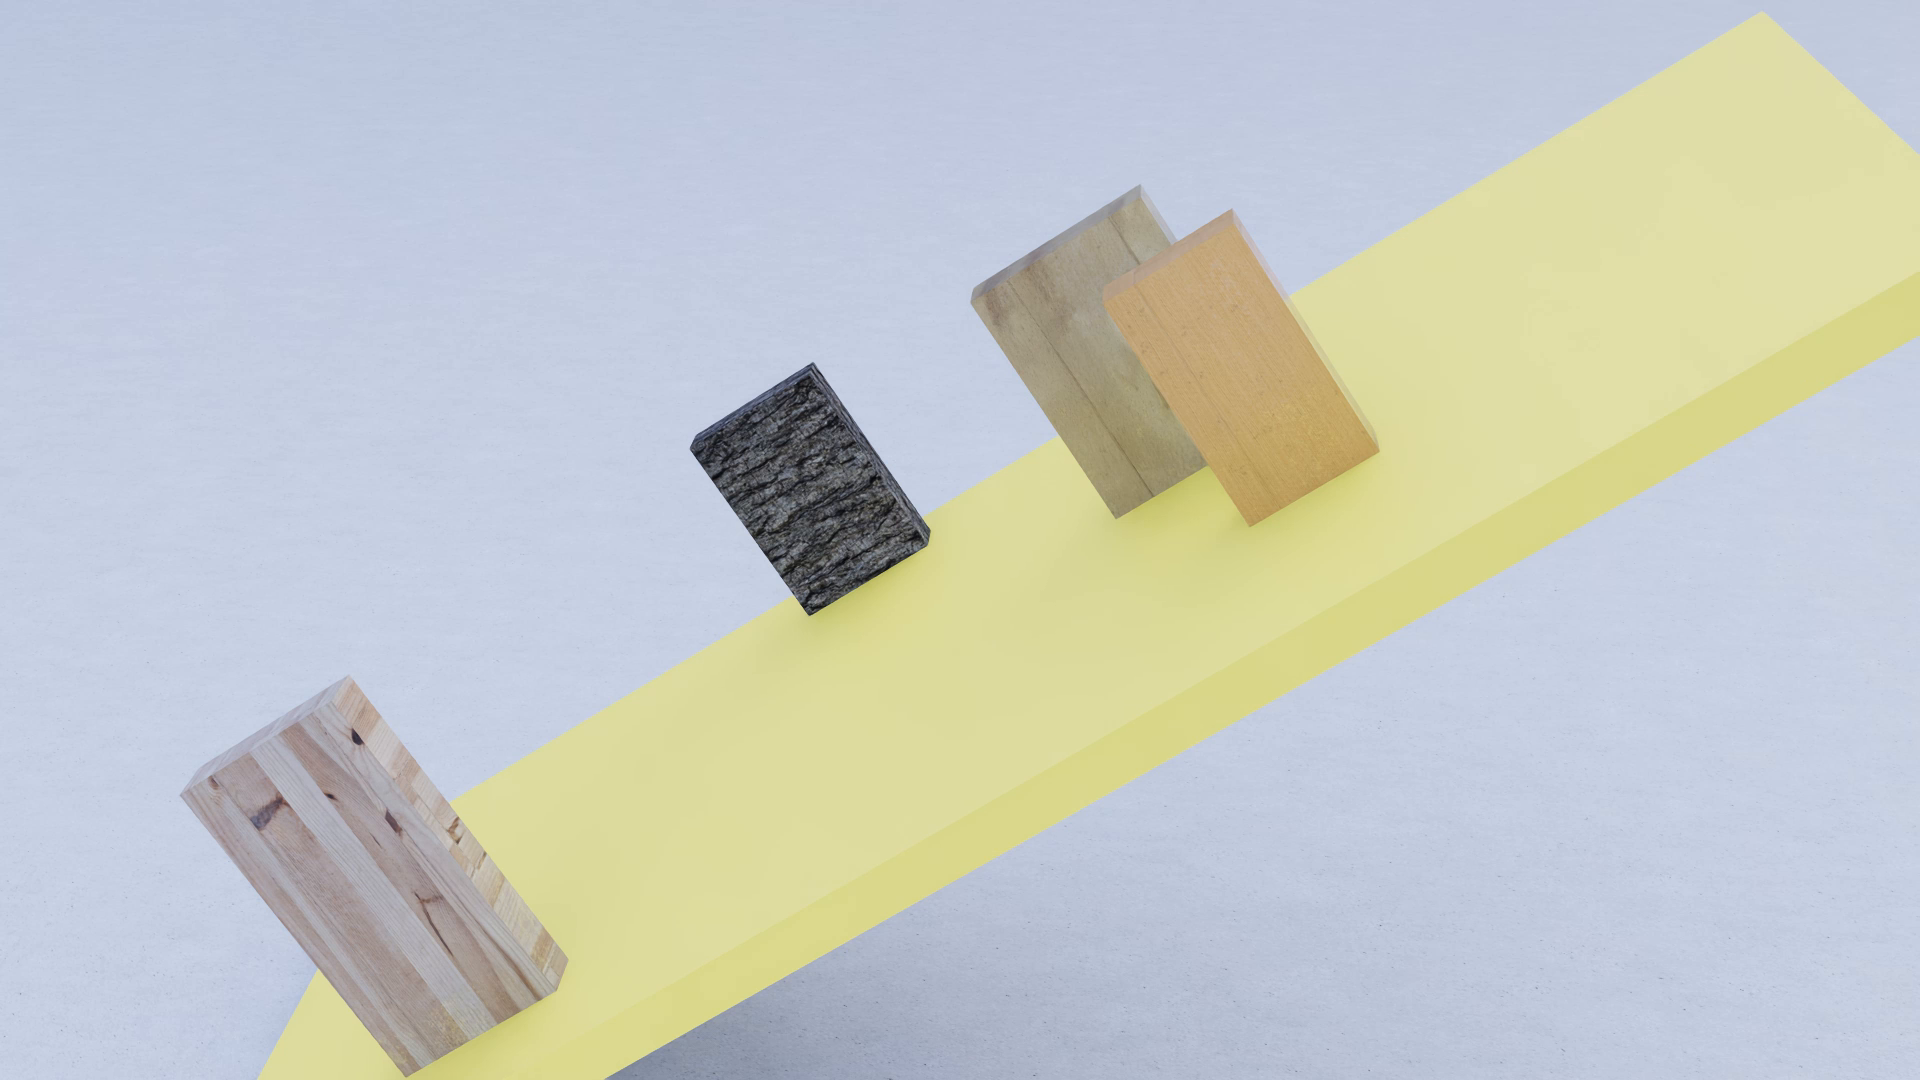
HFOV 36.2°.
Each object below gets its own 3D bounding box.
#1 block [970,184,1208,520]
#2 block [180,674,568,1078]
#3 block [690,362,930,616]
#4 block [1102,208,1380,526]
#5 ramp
[{"bbox_3d":[0.359,-0.398,6.273,0.424,0.574,0.118,-31,15,14],"label":"block"},{"bbox_3d":[-1.164,0.677,5.881,0.382,0.743,0.130,-31,15,14],"label":"block"},{"bbox_3d":[-0.357,-0.120,7.071,0.347,0.507,0.104,-31,15,14],"label":"block"},{"bbox_3d":[0.549,-0.334,5.738,0.296,0.540,0.123,-31,15,14],"label":"block"},{"bbox_3d":[0.139,0.171,6.296,4.000,0.100,2.000,-31,15,14],"label":"ramp"}]
